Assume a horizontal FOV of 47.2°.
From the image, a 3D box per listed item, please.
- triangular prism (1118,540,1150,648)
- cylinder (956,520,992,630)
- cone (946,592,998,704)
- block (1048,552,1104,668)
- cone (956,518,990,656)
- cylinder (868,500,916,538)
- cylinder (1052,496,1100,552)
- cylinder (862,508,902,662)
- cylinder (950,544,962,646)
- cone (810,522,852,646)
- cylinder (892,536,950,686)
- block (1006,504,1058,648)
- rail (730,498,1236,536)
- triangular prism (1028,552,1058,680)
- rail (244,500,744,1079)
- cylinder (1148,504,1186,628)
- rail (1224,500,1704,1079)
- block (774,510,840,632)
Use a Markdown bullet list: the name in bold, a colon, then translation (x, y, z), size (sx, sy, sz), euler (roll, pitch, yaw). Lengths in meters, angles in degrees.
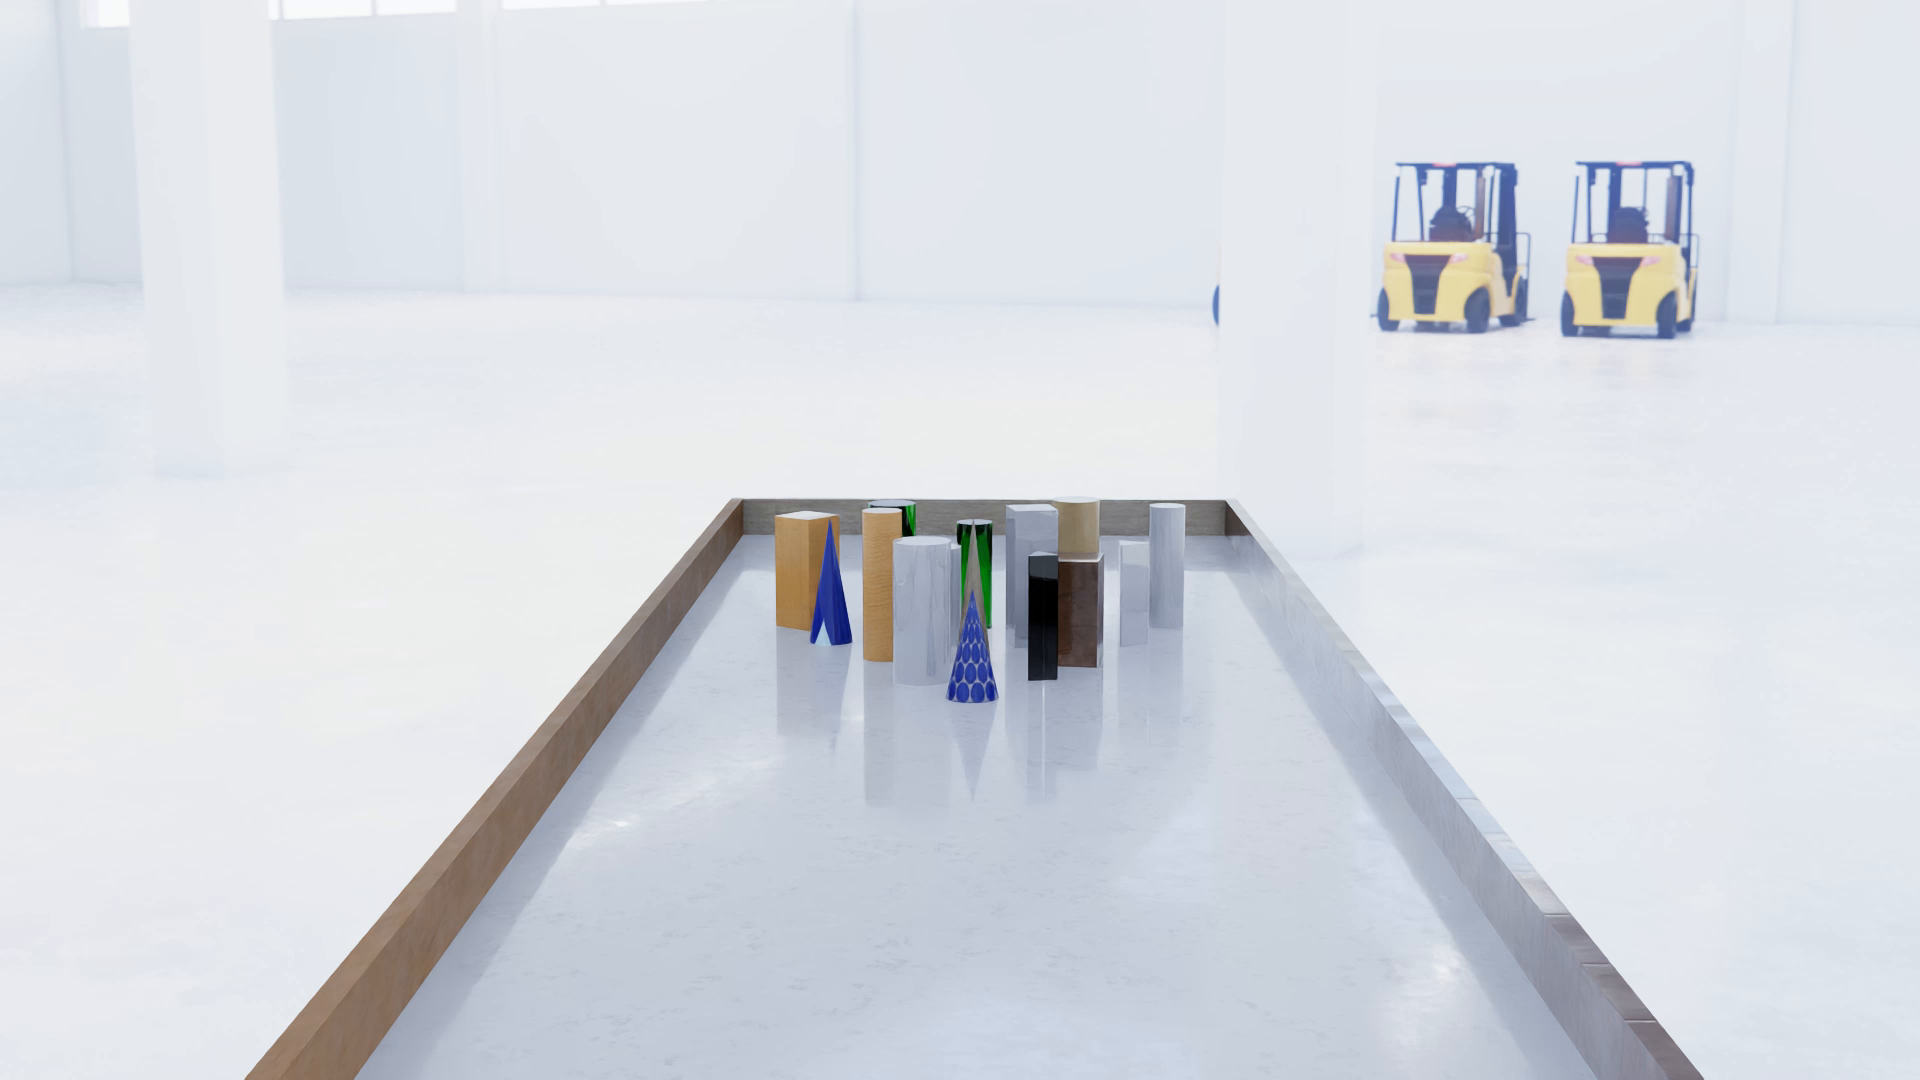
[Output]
- **triangular prism**: translation (0.525, 0.166, 6.931), size (0.105, 0.322, 0.091), euler (-5, 10, -30)
- **cylinder**: translation (0.048, 0.113, 7.183), size (0.117, 0.348, 0.117), euler (0, 9, 0)
- **cone**: translation (0.035, 0.291, 6.186), size (0.152, 0.310, 0.152), euler (0, 9, 0)
- **block**: translation (0.340, 0.209, 6.665), size (0.174, 0.321, 0.174), euler (2, 9, 10)
- **cone**: translation (0.040, 0.146, 6.651), size (0.108, 0.450, 0.108), euler (0, 9, 0)
- **cylinder**: translation (-0.222, 0.082, 7.182), size (0.155, 0.410, 0.155), euler (0, 9, 0)
- **cylinder**: translation (0.377, 0.075, 7.189), size (0.156, 0.421, 0.156), euler (0, 9, 0)
- **cylinder**: translation (-0.236, 0.136, 6.697), size (0.121, 0.456, 0.121), euler (0, 9, 0)
- **cylinder**: translation (-0.061, 0.172, 6.938), size (0.132, 0.308, 0.132), euler (0, 9, 0)
- **cone**: translation (-0.409, 0.123, 6.953), size (0.139, 0.400, 0.139), euler (0, 9, 0)
- **cylinder**: translation (-0.111, 0.205, 6.405), size (0.169, 0.410, 0.169), euler (0, 9, 0)
- **block**: translation (0.225, 0.112, 6.916), size (0.136, 0.433, 0.136), euler (-2, 9, -11)
- **rail**: translation (0.099, -0.098, 9.147), size (2.100, 0.150, 0.050), euler (0, 9, 1)
- **triangular prism**: translation (0.235, 0.221, 6.432), size (0.088, 0.370, 0.076), euler (-2, 9, -11)
- **rail**: translation (-1.004, 0.839, 3.234), size (0.050, 0.150, 12.000), euler (0, 9, 1)
- **cylinder**: translation (0.677, 0.084, 7.207), size (0.117, 0.398, 0.117), euler (0, 9, 0)
- **rail**: translation (1.046, 0.843, 3.208), size (0.050, 0.150, 12.000), euler (0, 9, 1)
- **block**: translation (-0.500, 0.100, 7.214), size (0.149, 0.365, 0.149), euler (7, 11, 38)
